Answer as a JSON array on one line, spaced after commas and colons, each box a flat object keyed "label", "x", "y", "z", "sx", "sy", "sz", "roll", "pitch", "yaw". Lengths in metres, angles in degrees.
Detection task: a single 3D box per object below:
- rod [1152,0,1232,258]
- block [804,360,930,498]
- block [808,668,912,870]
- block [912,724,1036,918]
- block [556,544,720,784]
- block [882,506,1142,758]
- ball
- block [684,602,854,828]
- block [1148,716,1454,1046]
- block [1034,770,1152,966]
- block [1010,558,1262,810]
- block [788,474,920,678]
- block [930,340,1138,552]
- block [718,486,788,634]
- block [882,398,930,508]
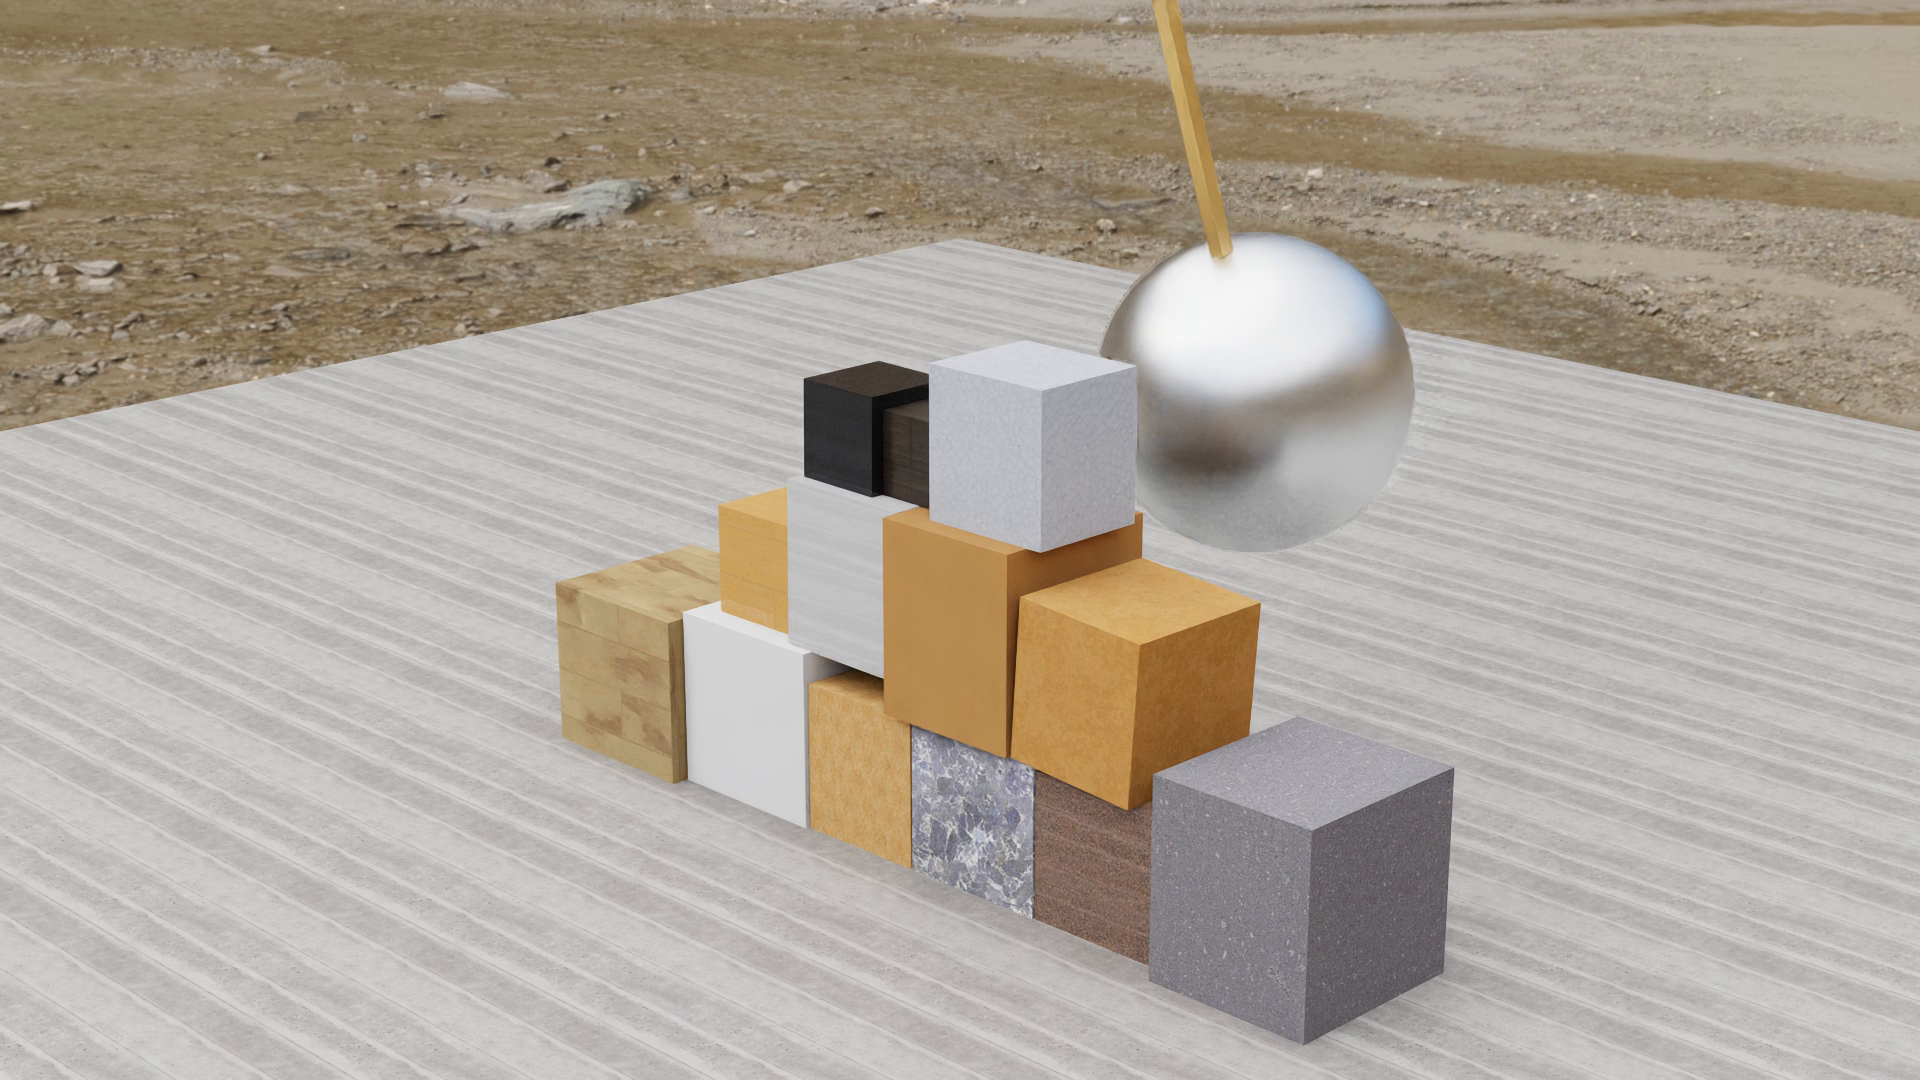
[{"label": "rod", "x": 0.636, "y": -3.530, "z": 12.899, "sx": 0.080, "sy": 5.200, "sz": 0.080, "roll": 17, "pitch": 44, "yaw": 42}, {"label": "block", "x": -0.391, "y": -0.518, "z": 13.566, "sx": 0.480, "sy": 0.472, "sz": 0.459, "roll": -17, "pitch": 25, "yaw": -42}, {"label": "block", "x": -0.209, "y": 1.018, "z": 13.887, "sx": 0.737, "sy": 0.731, "sz": 0.685, "roll": -17, "pitch": 24, "yaw": -42}, {"label": "block", "x": 0.294, "y": 1.170, "z": 13.375, "sx": 0.690, "sy": 0.748, "sz": 0.761, "roll": -17, "pitch": 24, "yaw": -42}, {"label": "block", "x": -1.413, "y": 0.615, "z": 14.987, "sx": 0.909, "sy": 0.840, "sz": 0.890, "roll": -17, "pitch": 24, "yaw": -42}, {"label": "block", "x": 0.237, "y": 0.335, "z": 13.227, "sx": 0.875, "sy": 0.934, "sz": 0.772, "roll": -17, "pitch": 24, "yaw": -42}, {"label": "ball", "x": 1.467, "y": -0.735, "z": 14.648, "sx": 1.600, "sy": 1.600, "sz": 1.600, "roll": 0, "pitch": 17, "yaw": 0}, {"label": "block", "x": -0.766, "y": 0.780, "z": 14.397, "sx": 0.782, "sy": 0.880, "sz": 0.871, "roll": -17, "pitch": 24, "yaw": -42}, {"label": "block", "x": 1.429, "y": 1.405, "z": 12.306, "sx": 0.949, "sy": 0.940, "sz": 0.834, "roll": -17, "pitch": 24, "yaw": -42}, {"label": "block", "x": 0.843, "y": 1.350, "z": 12.868, "sx": 0.690, "sy": 0.709, "sz": 0.756, "roll": -17, "pitch": 24, "yaw": -42}, {"label": "block", "x": 0.759, "y": 0.609, "z": 12.713, "sx": 0.782, "sy": 0.753, "sz": 0.690, "roll": -17, "pitch": 28, "yaw": -42}, {"label": "block", "x": -0.307, "y": 0.112, "z": 13.708, "sx": 0.682, "sy": 0.813, "sz": 0.730, "roll": -17, "pitch": 25, "yaw": -42}, {"label": "block", "x": 0.318, "y": -0.423, "z": 12.882, "sx": 0.604, "sy": 0.717, "sz": 0.679, "roll": -17, "pitch": 24, "yaw": -42}, {"label": "block", "x": -0.773, "y": 0.094, "z": 14.207, "sx": 0.528, "sy": 0.542, "sz": 0.581, "roll": -17, "pitch": 24, "yaw": -42}, {"label": "block", "x": -0.059, "y": -0.395, "z": 13.305, "sx": 0.412, "sy": 0.401, "sz": 0.411, "roll": 17, "pitch": 24, "yaw": 42}]
